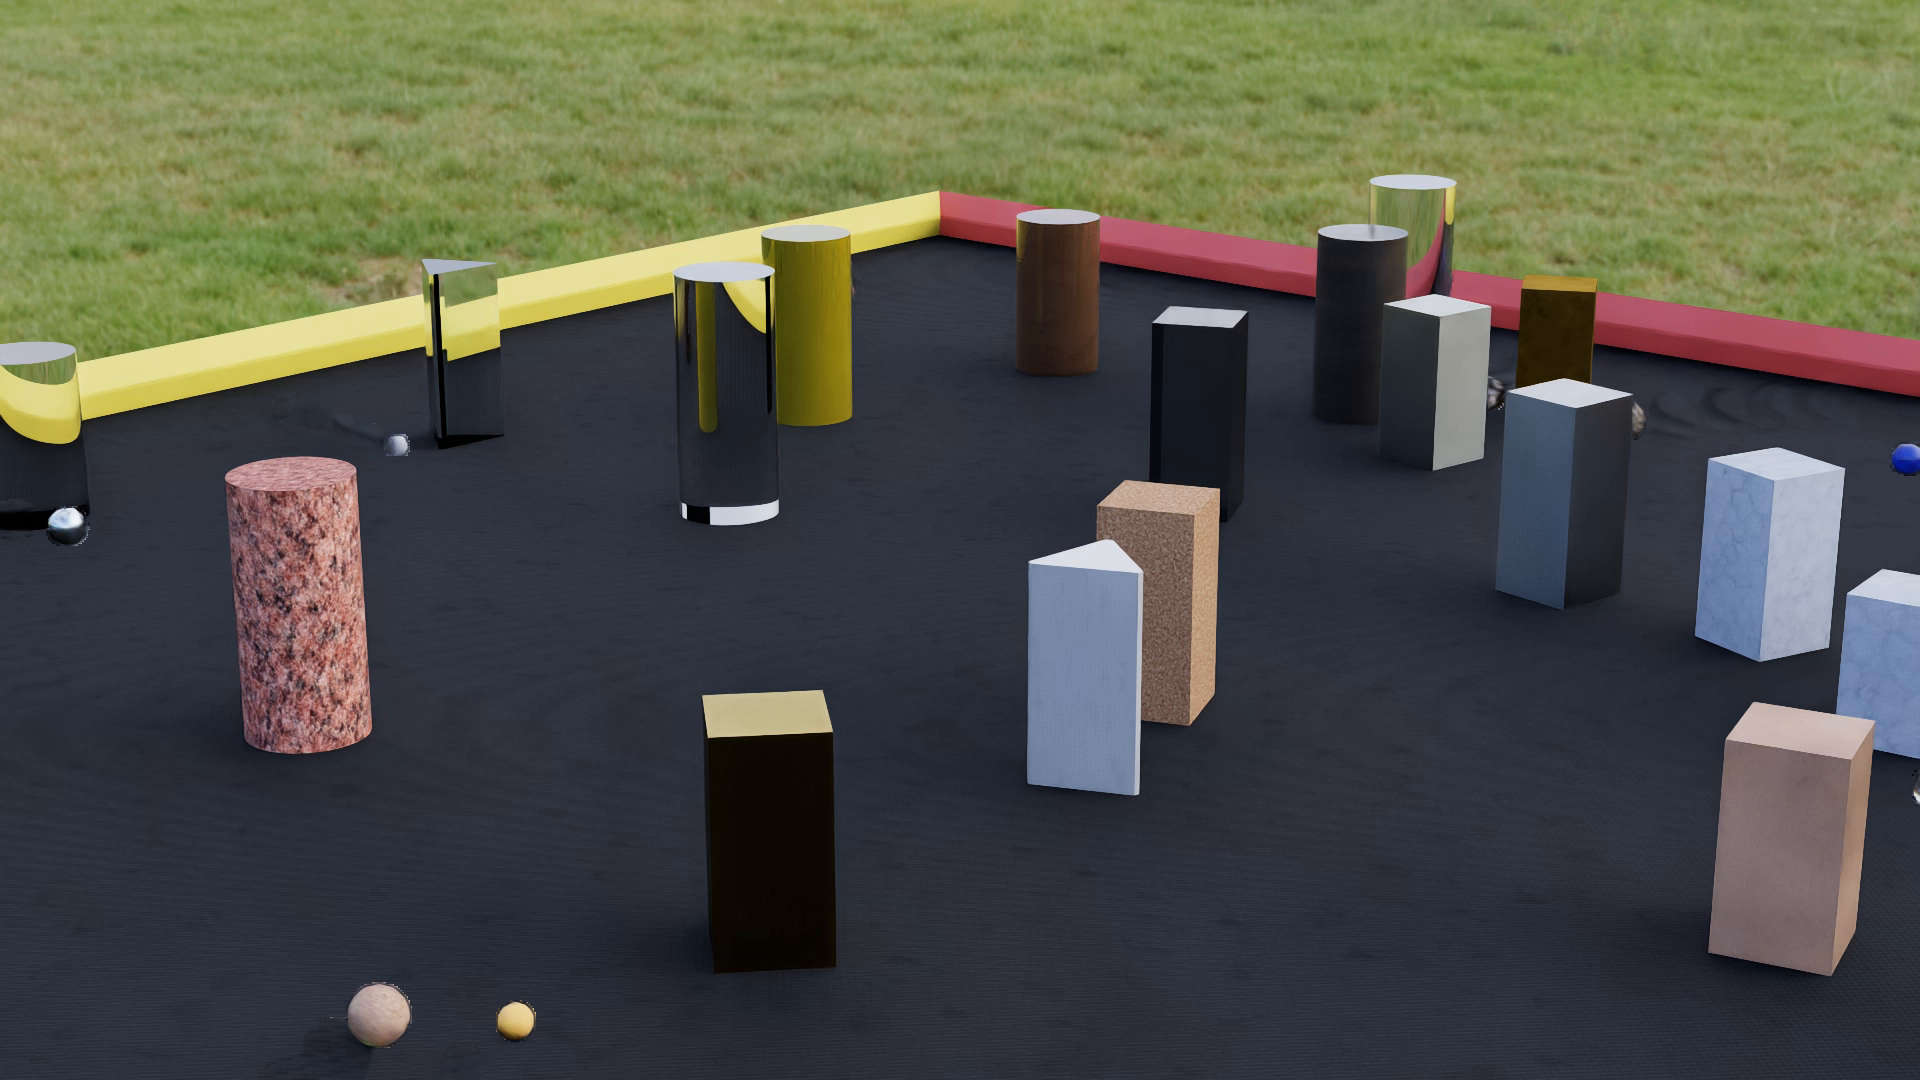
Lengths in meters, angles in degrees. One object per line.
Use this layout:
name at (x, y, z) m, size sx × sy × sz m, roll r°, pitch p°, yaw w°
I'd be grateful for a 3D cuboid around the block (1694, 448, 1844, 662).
block at (1.334, 0.022, 4.837) m, size 0.153 × 0.307 × 0.153 m, roll -9°, pitch 19°, yaw -27°

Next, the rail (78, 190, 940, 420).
rail at (-1.653, -0.384, 6.495) m, size 0.045 × 0.124 × 4.918 m, roll 14°, pitch 22°, yaw 39°

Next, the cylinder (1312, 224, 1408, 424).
cylinder at (0.857, -0.463, 6.288) m, size 0.191 × 0.397 × 0.191 m, roll 0°, pitch 17°, yaw 0°

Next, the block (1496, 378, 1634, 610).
block at (1.048, -0.082, 5.091) m, size 0.153 × 0.358 × 0.153 m, roll -13°, pitch 21°, yaw -37°

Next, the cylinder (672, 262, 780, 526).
cylinder at (-0.442, -0.279, 5.557) m, size 0.191 × 0.467 × 0.191 m, roll 0°, pitch 17°, yaw 0°

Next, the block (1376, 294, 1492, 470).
block at (0.963, -0.322, 5.959) m, size 0.153 × 0.317 × 0.153 m, roll -13°, pitch 21°, yaw -37°

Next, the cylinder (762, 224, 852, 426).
cylinder at (-0.327, -0.461, 6.278) m, size 0.191 × 0.398 × 0.191 m, roll 0°, pitch 17°, yaw 0°

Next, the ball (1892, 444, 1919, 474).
ball at (1.896, -0.162, 5.868) m, size 0.063 × 0.063 × 0.063 m, roll 0°, pitch 17°, yaw 0°

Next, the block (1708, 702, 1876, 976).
block at (1.050, 0.375, 3.702) m, size 0.153 × 0.288 × 0.153 m, roll 9°, pitch 19°, yaw 26°

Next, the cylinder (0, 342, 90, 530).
cylinder at (-1.758, -0.198, 5.547) m, size 0.191 × 0.319 × 0.191 m, roll 0°, pitch 17°, yaw 0°

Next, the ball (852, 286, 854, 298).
ball at (-0.295, -0.627, 7.412) m, size 0.060 × 0.060 × 0.060 m, roll 0°, pitch 17°, yaw 0°

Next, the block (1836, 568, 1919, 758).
block at (1.428, 0.187, 4.419) m, size 0.153 × 0.234 × 0.153 m, roll 12°, pitch 21°, yaw 34°

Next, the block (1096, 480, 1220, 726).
block at (0.305, 0.096, 4.542) m, size 0.153 × 0.337 × 0.153 m, roll 6°, pitch 18°, yaw 18°

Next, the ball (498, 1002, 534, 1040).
ball at (-0.527, 0.571, 3.476) m, size 0.044 × 0.044 × 0.044 m, roll 0°, pitch 17°, yaw 0°

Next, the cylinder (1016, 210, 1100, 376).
cylinder at (0.224, -0.567, 6.712) m, size 0.191 × 0.351 × 0.191 m, roll 0°, pitch 17°, yaw 0°

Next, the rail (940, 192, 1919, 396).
rail at (1.597, -0.501, 6.881) m, size 4.426 × 0.124 × 0.045 m, roll 14°, pitch 22°, yaw 39°

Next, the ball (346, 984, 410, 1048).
ball at (-0.686, 0.561, 3.457) m, size 0.073 × 0.073 × 0.073 m, roll 0°, pitch 17°, yaw 0°

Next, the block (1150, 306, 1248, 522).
block at (0.454, -0.241, 5.586) m, size 0.153 × 0.377 × 0.153 m, roll 5°, pitch 17°, yaw 16°

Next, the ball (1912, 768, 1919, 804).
ball at (1.390, 0.349, 4.146) m, size 0.081 × 0.081 × 0.081 m, roll 0°, pitch 17°, yaw 0°

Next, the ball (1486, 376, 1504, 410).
ball at (1.147, -0.319, 6.370) m, size 0.072 × 0.072 × 0.072 m, roll 0°, pitch 17°, yaw 0°

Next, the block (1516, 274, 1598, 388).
block at (1.277, -0.407, 6.284) m, size 0.153 × 0.292 × 0.153 m, roll 4°, pitch 17°, yaw 13°

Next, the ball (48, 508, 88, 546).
ball at (-1.645, -0.025, 5.402) m, size 0.070 × 0.070 × 0.070 m, roll 0°, pitch 17°, yaw 0°

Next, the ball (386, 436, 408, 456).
ball at (-1.153, -0.193, 6.003) m, size 0.044 × 0.044 × 0.044 m, roll 0°, pitch 17°, yaw 0°

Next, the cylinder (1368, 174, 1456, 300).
cylinder at (1.000, -0.571, 6.539) m, size 0.191 × 0.459 × 0.191 m, roll 0°, pitch 17°, yaw 0°

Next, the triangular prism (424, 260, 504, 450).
triangular prism at (-1.067, -0.394, 6.111) m, size 0.143 × 0.368 × 0.165 m, roll 16°, pitch 23°, yaw 43°

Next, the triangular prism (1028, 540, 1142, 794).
triangular prism at (0.197, 0.180, 4.264) m, size 0.165 × 0.336 × 0.143 m, roll 5°, pitch 18°, yaw 16°

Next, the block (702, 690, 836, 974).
block at (-0.240, 0.365, 3.689) m, size 0.153 × 0.314 × 0.153 m, roll -2°, pitch 17°, yaw -7°

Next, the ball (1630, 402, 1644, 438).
ball at (1.388, -0.251, 6.126) m, size 0.084 × 0.084 × 0.084 m, roll 0°, pitch 17°, yaw 0°

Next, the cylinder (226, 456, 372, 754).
cylinder at (-0.994, 0.097, 4.416) m, size 0.191 × 0.408 × 0.191 m, roll 0°, pitch 17°, yaw 0°
